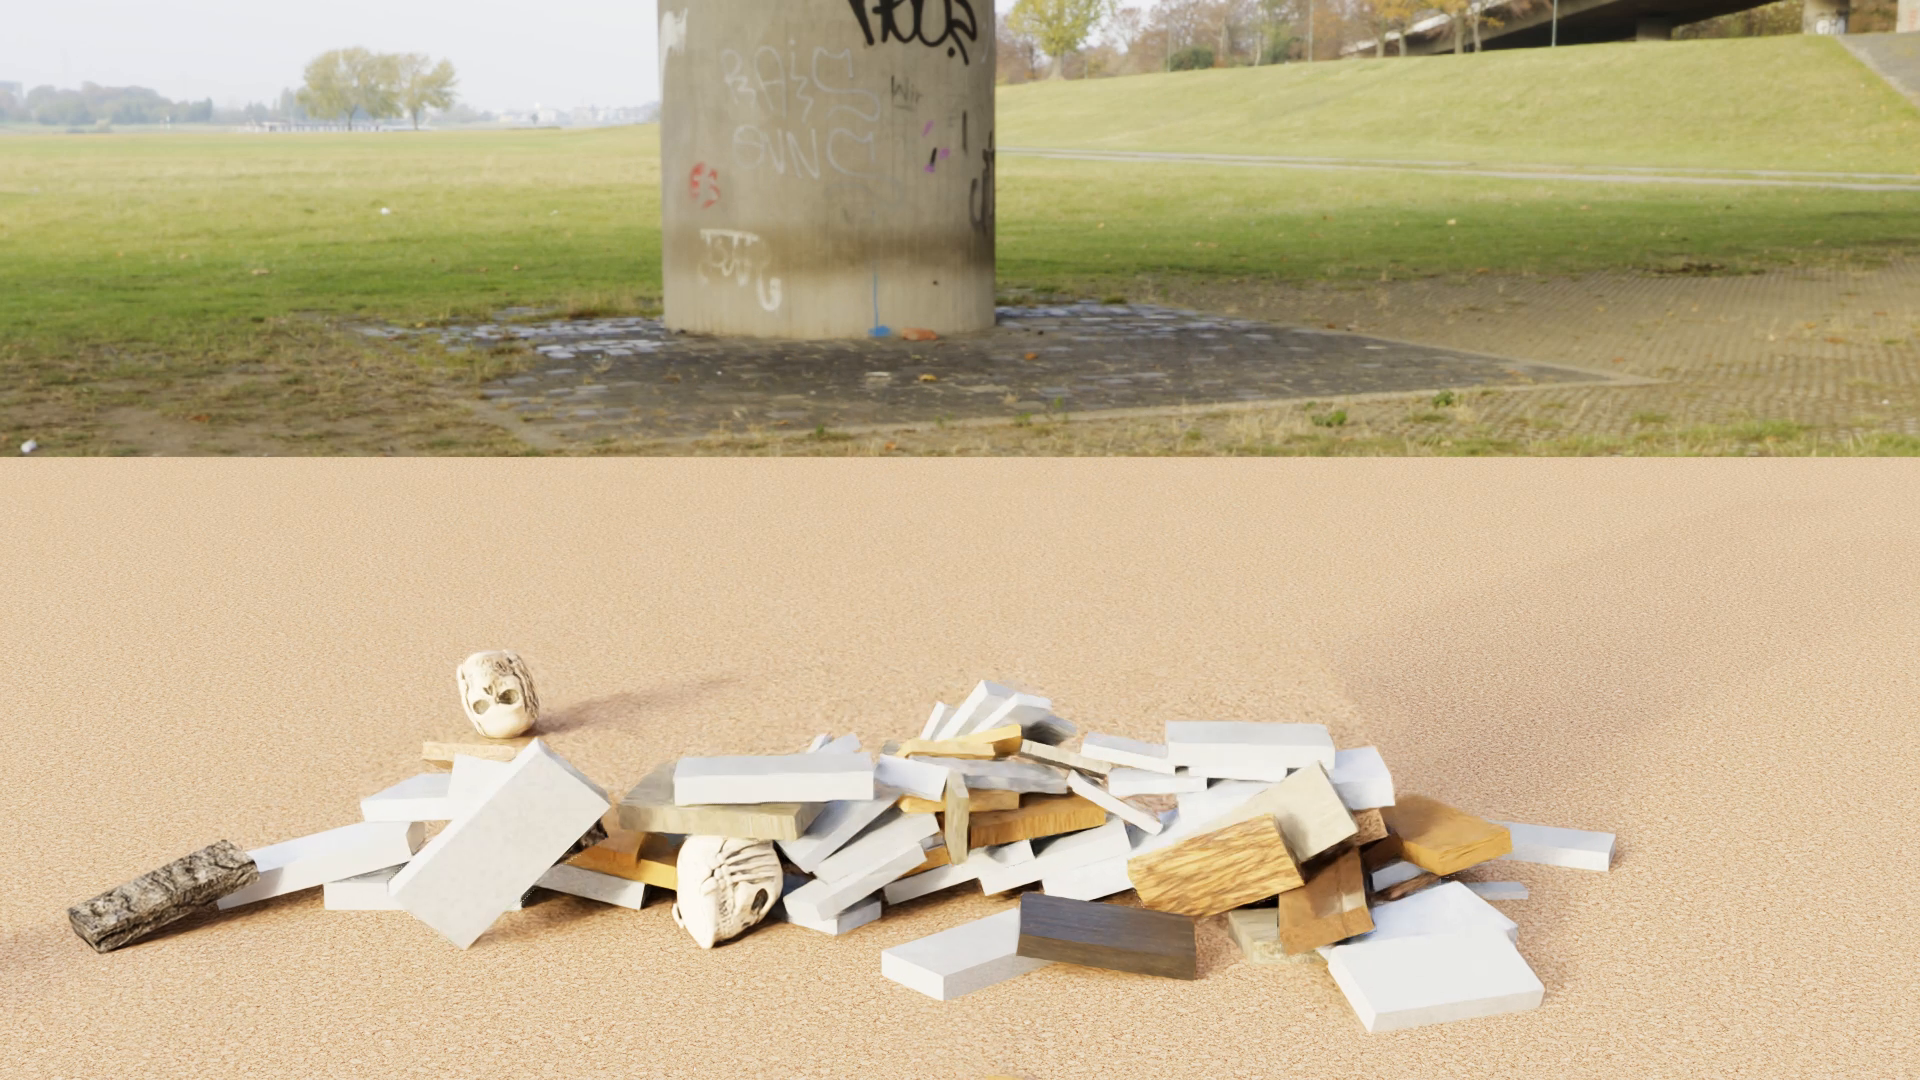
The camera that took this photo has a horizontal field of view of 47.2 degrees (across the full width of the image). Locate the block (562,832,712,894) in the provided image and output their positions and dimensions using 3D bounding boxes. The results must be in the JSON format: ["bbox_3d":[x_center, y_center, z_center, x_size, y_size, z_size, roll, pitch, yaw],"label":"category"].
[{"bbox_3d":[-0.616,0.504,3.648,0.393,0.038,0.134,13,10,1],"label":"block"}]

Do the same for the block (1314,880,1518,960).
[{"bbox_3d":[0.692,0.603,3.335,0.277,0.039,0.139,-12,28,-27],"label":"block"}]

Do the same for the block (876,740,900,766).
[{"bbox_3d":[-0.154,0.453,3.981,0.028,0.099,0.237,22,19,-1],"label":"block"}]

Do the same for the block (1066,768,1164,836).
[{"bbox_3d":[0.256,0.435,3.649,0.159,0.023,0.080,29,4,-11],"label":"block"}]

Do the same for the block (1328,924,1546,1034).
[{"bbox_3d":[0.689,0.635,3.187,0.276,0.039,0.138,-4,33,-19],"label":"block"}]

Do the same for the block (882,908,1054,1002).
[{"bbox_3d":[0.031,0.629,3.350,0.276,0.039,0.138,-9,14,-41],"label":"block"}]

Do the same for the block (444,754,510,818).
[{"bbox_3d":[-0.718,0.412,3.535,0.203,0.102,0.029,10,-4,0],"label":"block"}]

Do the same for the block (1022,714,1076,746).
[{"bbox_3d":[0.126,0.319,3.777,0.138,0.020,0.069,23,-42,-34],"label":"block"}]

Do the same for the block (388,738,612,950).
[{"bbox_3d":[-0.708,0.469,3.388,0.153,0.323,0.043,44,4,-28],"label":"block"}]

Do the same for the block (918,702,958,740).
[{"bbox_3d":[-0.039,0.395,3.936,0.099,0.197,0.028,25,5,-33],"label":"block"}]

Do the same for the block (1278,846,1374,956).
[{"bbox_3d":[0.564,0.551,3.402,0.134,0.038,0.399,-20,2,10],"label":"block"}]

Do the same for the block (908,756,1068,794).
[{"bbox_3d":[0.047,0.389,3.646,0.264,0.023,0.080,7,12,-29],"label":"block"}]

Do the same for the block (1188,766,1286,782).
[{"bbox_3d":[0.459,0.371,3.624,0.158,0.022,0.079,3,11,10],"label":"block"}]

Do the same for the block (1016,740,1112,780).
[{"bbox_3d":[0.173,0.367,3.682,0.150,0.021,0.075,15,-12,-1],"label":"block"}]

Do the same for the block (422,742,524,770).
[{"bbox_3d":[-0.784,0.366,3.681,0.203,0.029,0.102,2,-15,10],"label":"block"}]

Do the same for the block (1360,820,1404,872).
[{"bbox_3d":[0.618,0.491,3.739,0.139,0.039,0.277,-31,26,-11],"label":"block"}]

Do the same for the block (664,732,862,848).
[{"bbox_3d":[-0.333,0.422,3.746,0.371,0.031,0.109,-25,-4,-43],"label":"block"}]

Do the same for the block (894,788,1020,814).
[{"bbox_3d":[-0.015,0.417,3.622,0.203,0.029,0.102,2,11,-28],"label":"block"}]

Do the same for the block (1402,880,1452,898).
[{"bbox_3d":[0.782,0.583,3.668,0.095,0.014,0.048,-1,11,-5],"label":"block"}]

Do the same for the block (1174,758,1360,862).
[{"bbox_3d":[0.487,0.468,3.492,0.264,0.124,0.035,-32,-5,15],"label":"block"}]

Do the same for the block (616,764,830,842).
[{"bbox_3d":[-0.377,0.420,3.534,0.306,0.043,0.153,1,20,19],"label":"block"}]

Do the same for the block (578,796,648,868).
[{"bbox_3d":[-0.621,0.460,3.596,0.219,0.031,0.109,13,41,2],"label":"block"}]

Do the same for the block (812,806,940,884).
[{"bbox_3d":[-0.145,0.487,3.556,0.203,0.029,0.102,-24,17,-19],"label":"block"}]

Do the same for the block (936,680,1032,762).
[{"bbox_3d":[0.026,0.356,3.834,0.124,0.247,0.035,20,31,-31],"label":"block"}]

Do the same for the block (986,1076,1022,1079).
[{"bbox_3d":[0.050,0.729,2.881,0.048,0.014,0.096,2,11,12],"label":"block"}]

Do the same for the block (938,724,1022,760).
[{"bbox_3d":[0.033,0.352,3.728,0.150,0.021,0.075,-12,-29,1],"label":"block"}]

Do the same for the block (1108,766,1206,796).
[{"bbox_3d":[0.326,0.396,3.636,0.158,0.022,0.079,-3,11,4],"label":"block"}]

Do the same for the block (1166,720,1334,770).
[{"bbox_3d":[0.477,0.338,3.639,0.267,0.038,0.134,1,11,3],"label":"block"}]

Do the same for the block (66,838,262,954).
[{"bbox_3d":[-1.271,0.567,3.513,0.267,0.038,0.134,-25,23,-33],"label":"block"}]

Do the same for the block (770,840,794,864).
[{"bbox_3d":[-0.247,0.511,3.718,0.023,0.081,0.163,-8,-18,44],"label":"block"}]

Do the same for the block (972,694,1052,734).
[{"bbox_3d":[0.087,0.304,3.709,0.069,0.020,0.138,11,-37,-31],"label":"block"}]
